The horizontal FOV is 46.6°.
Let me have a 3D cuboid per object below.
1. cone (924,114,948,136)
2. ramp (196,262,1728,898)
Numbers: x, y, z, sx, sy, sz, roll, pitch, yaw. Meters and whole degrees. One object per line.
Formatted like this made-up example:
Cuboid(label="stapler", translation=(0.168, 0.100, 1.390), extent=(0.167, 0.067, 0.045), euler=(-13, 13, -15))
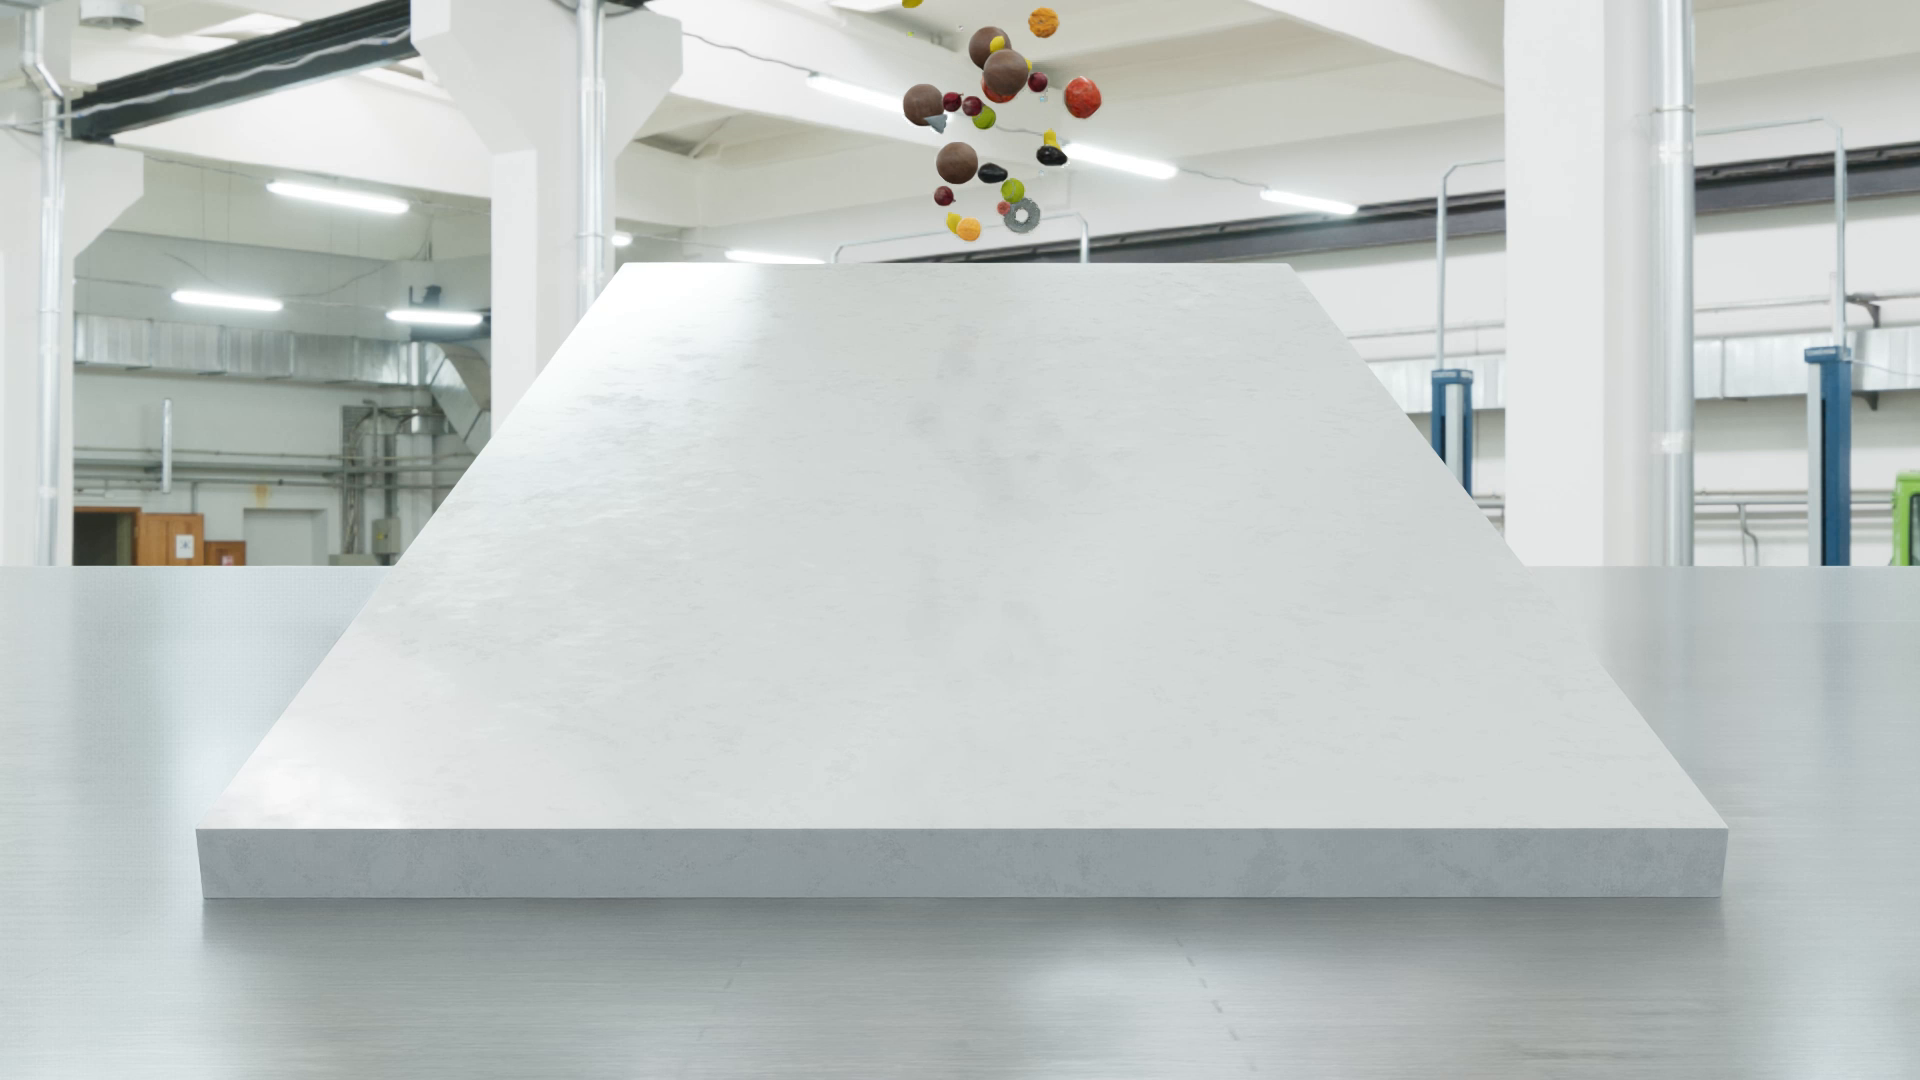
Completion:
Cuboid(label="cone", translation=(-0.074, -1.208, 6.438), extent=(0.067, 0.067, 0.067), euler=(16, -1, -2))
Cuboid(label="ramp", translation=(-0.003, -0.182, 4.831), extent=(2.000, 0.100, 4.000), euler=(0, 18, 0))
